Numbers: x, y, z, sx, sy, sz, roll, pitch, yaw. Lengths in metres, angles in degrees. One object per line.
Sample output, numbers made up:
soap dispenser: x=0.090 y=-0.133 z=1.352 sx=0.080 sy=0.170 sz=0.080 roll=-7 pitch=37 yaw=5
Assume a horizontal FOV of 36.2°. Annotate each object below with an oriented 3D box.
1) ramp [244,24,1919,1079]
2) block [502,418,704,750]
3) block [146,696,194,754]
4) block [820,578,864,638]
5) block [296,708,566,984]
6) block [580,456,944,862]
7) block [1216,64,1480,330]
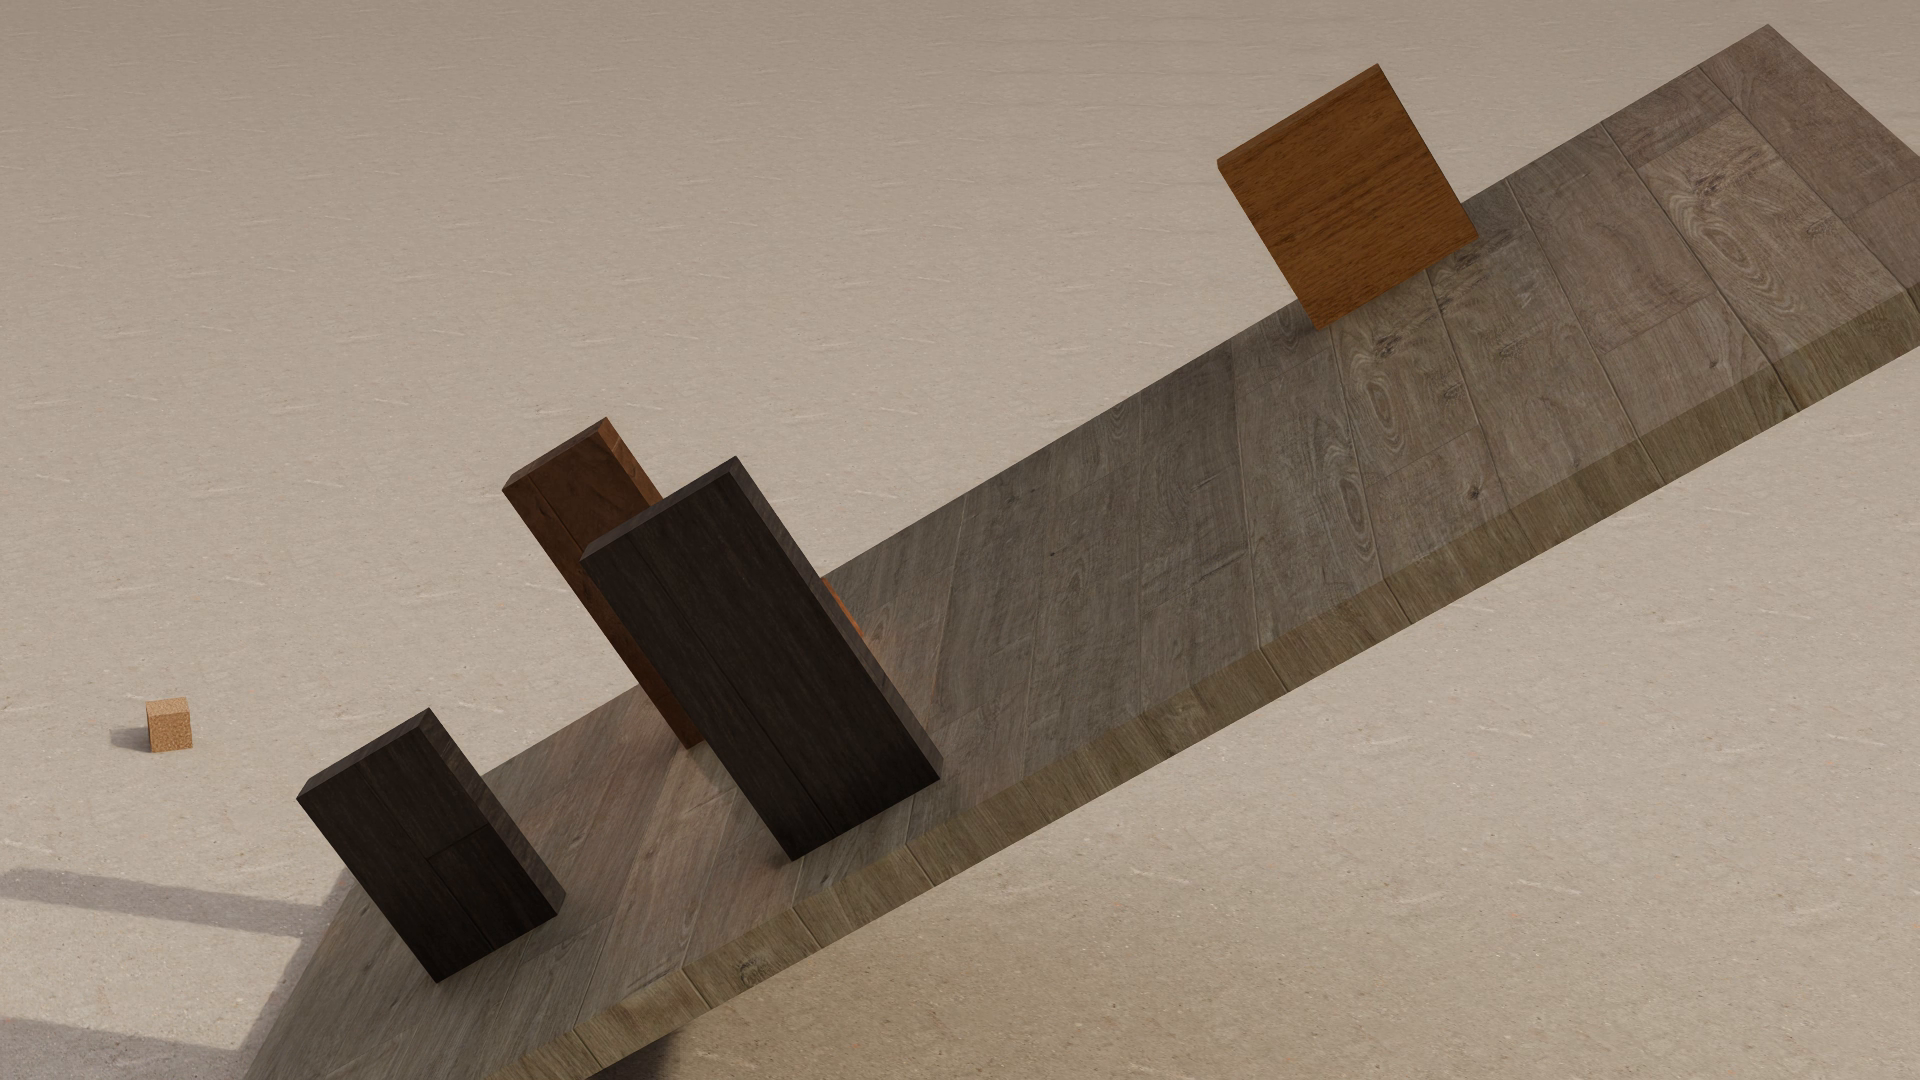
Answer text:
ramp: x=0.140 y=0.170 z=6.292 sx=4.000 sy=0.100 sz=2.000 roll=-30 pitch=15 yaw=13
block: x=-0.708 y=0.102 z=6.652 sx=0.263 sy=0.735 sz=0.109 roll=-30 pitch=15 yaw=13
block: x=-2.264 y=0.529 z=8.419 sx=0.114 sy=0.114 sz=0.114 roll=-7 pitch=21 yaw=-18
block: x=-0.354 y=0.216 z=6.671 sx=0.162 sy=0.162 sz=0.162 roll=-23 pitch=18 yaw=35
block: x=-1.118 y=0.650 z=6.236 sx=0.321 sy=0.507 sz=0.102 roll=-30 pitch=15 yaw=13
block: x=-0.370 y=0.230 z=5.570 sx=0.339 sy=0.720 sz=0.096 roll=-30 pitch=15 yaw=13
block: x=0.876 y=-0.772 z=6.647 sx=0.418 sy=0.444 sz=0.091 roll=-30 pitch=15 yaw=13
